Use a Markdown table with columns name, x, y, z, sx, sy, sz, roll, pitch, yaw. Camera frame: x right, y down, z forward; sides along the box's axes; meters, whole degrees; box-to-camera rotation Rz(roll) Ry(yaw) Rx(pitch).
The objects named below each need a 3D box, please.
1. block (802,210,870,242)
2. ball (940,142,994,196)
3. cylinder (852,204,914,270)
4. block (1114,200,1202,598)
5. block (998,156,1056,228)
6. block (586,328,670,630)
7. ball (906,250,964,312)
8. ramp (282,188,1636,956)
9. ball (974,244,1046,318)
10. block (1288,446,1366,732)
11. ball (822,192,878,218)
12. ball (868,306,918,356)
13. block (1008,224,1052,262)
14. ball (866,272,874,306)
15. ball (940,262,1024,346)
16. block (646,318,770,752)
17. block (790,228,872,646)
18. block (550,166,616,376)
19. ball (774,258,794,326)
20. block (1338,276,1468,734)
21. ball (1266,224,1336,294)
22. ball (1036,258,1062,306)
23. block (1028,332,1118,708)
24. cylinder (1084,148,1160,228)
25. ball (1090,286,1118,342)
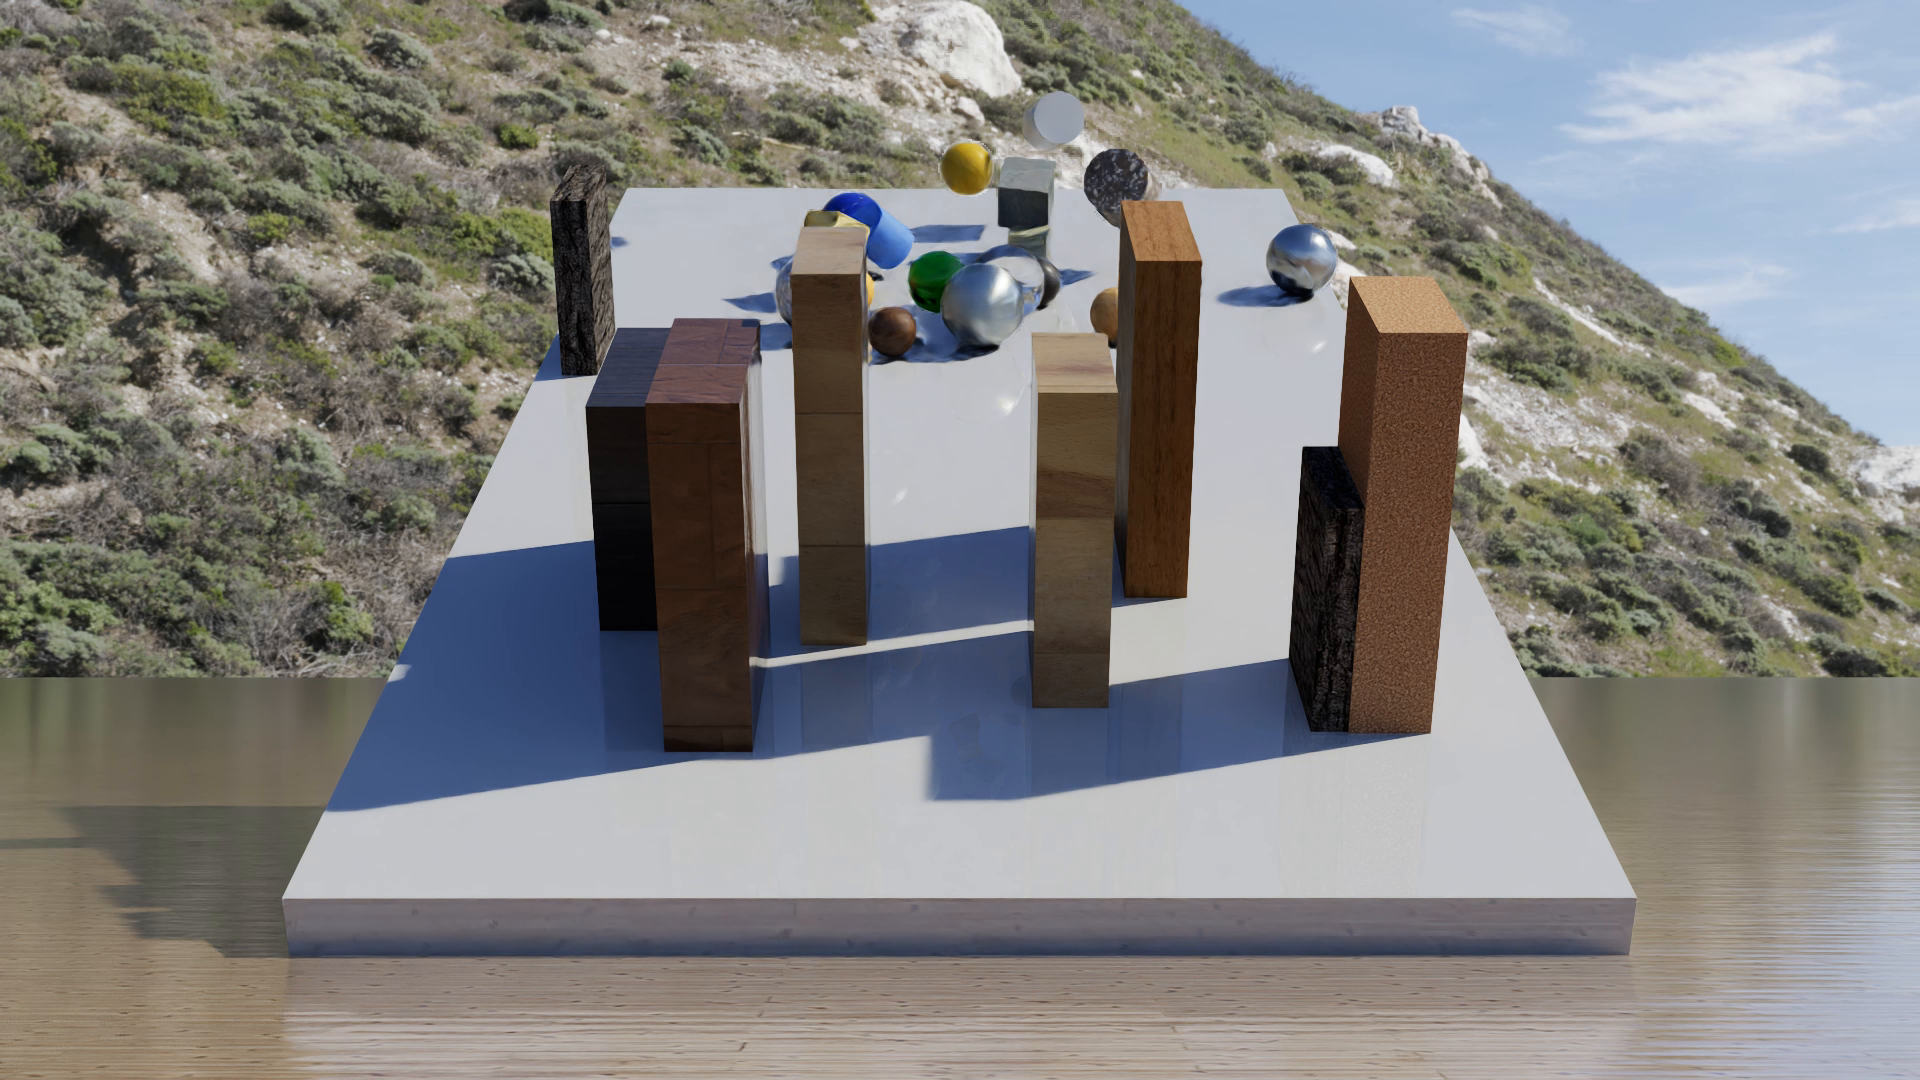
| name | x | y | z | sx | sy | sz | roll | pitch | yaw |
| --- | --- | --- | --- | --- | --- | --- | --- | --- | --- |
| block | -0.329 | -0.778 | 6.034 | 0.121 | 0.121 | 0.121 | 9 | -8 | 44 |
| ball | 0.021 | -1.055 | 6.594 | 0.151 | 0.151 | 0.151 | 0 | -3 | 0 |
| cylinder | -0.216 | -0.815 | 6.233 | 0.130 | 0.130 | 0.130 | -3 | -27 | 44 |
| block | 0.370 | -0.274 | 4.437 | 0.117 | 0.660 | 0.401 | 0 | 24 | 0 |
| block | 0.181 | -0.946 | 6.346 | 0.137 | 0.137 | 0.137 | 7 | -42 | 7 |
| block | -0.601 | -0.122 | 4.363 | 0.118 | 0.437 | 0.438 | 0 | 24 | 0 |
| ball | -0.057 | -0.662 | 5.950 | 0.158 | 0.158 | 0.158 | 0 | -3 | 0 |
| ramp | -0.008 | -0.227 | 5.277 | 2.000 | 0.100 | 4.000 | 0 | 24 | 0 |
| ball | 0.118 | -0.649 | 5.875 | 0.195 | 0.195 | 0.195 | 0 | -3 | 0 |
| block | 0.639 | 0.080 | 3.945 | 0.099 | 0.406 | 0.278 | 0 | 24 | 0 |
| ball | -0.296 | -0.861 | 6.366 | 0.187 | 0.187 | 0.187 | 0 | -3 | 0 |
| ball | -0.165 | -0.507 | 5.637 | 0.123 | 0.123 | 0.123 | 0 | -3 | 0 |
| block | 0.188 | -0.789 | 6.304 | 0.107 | 0.107 | 0.107 | 4 | 24 | 8 |
| ball | -0.281 | -0.638 | 5.933 | 0.127 | 0.127 | 0.127 | 0 | -3 | 0 |
| ball | 0.054 | -0.577 | 5.698 | 0.206 | 0.206 | 0.206 | 0 | -3 | 0 |
| block | -0.415 | -0.015 | 3.901 | 0.146 | 0.613 | 0.420 | 0 | 24 | 0 |
| block | -0.228 | -0.186 | 4.186 | 0.118 | 0.698 | 0.281 | 0 | 24 | 0 |
| block | -0.906 | -0.653 | 5.589 | 0.085 | 0.426 | 0.327 | 0 | 24 | 0 |
| ball | -0.361 | -0.614 | 5.780 | 0.205 | 0.205 | 0.205 | 0 | -3 | 0 |
| block | 0.721 | -0.058 | 3.889 | 0.138 | 0.706 | 0.297 | 0 | 24 | 0 |
| ball | 0.895 | -0.736 | 6.090 | 0.184 | 0.184 | 0.184 | 0 | -3 | 0 |
| ball | 0.202 | -0.668 | 6.008 | 0.122 | 0.122 | 0.122 | 0 | -3 | 0 |
| block | 0.189 | -0.036 | 4.000 | 0.129 | 0.574 | 0.305 | 0 | 24 | 0 |
| cylinder | 0.435 | -0.940 | 6.219 | 0.175 | 0.175 | 0.175 | -1 | -8 | 16 |
| ball | 0.389 | -0.559 | 5.746 | 0.134 | 0.134 | 0.134 | 0 | -3 | 0 |
